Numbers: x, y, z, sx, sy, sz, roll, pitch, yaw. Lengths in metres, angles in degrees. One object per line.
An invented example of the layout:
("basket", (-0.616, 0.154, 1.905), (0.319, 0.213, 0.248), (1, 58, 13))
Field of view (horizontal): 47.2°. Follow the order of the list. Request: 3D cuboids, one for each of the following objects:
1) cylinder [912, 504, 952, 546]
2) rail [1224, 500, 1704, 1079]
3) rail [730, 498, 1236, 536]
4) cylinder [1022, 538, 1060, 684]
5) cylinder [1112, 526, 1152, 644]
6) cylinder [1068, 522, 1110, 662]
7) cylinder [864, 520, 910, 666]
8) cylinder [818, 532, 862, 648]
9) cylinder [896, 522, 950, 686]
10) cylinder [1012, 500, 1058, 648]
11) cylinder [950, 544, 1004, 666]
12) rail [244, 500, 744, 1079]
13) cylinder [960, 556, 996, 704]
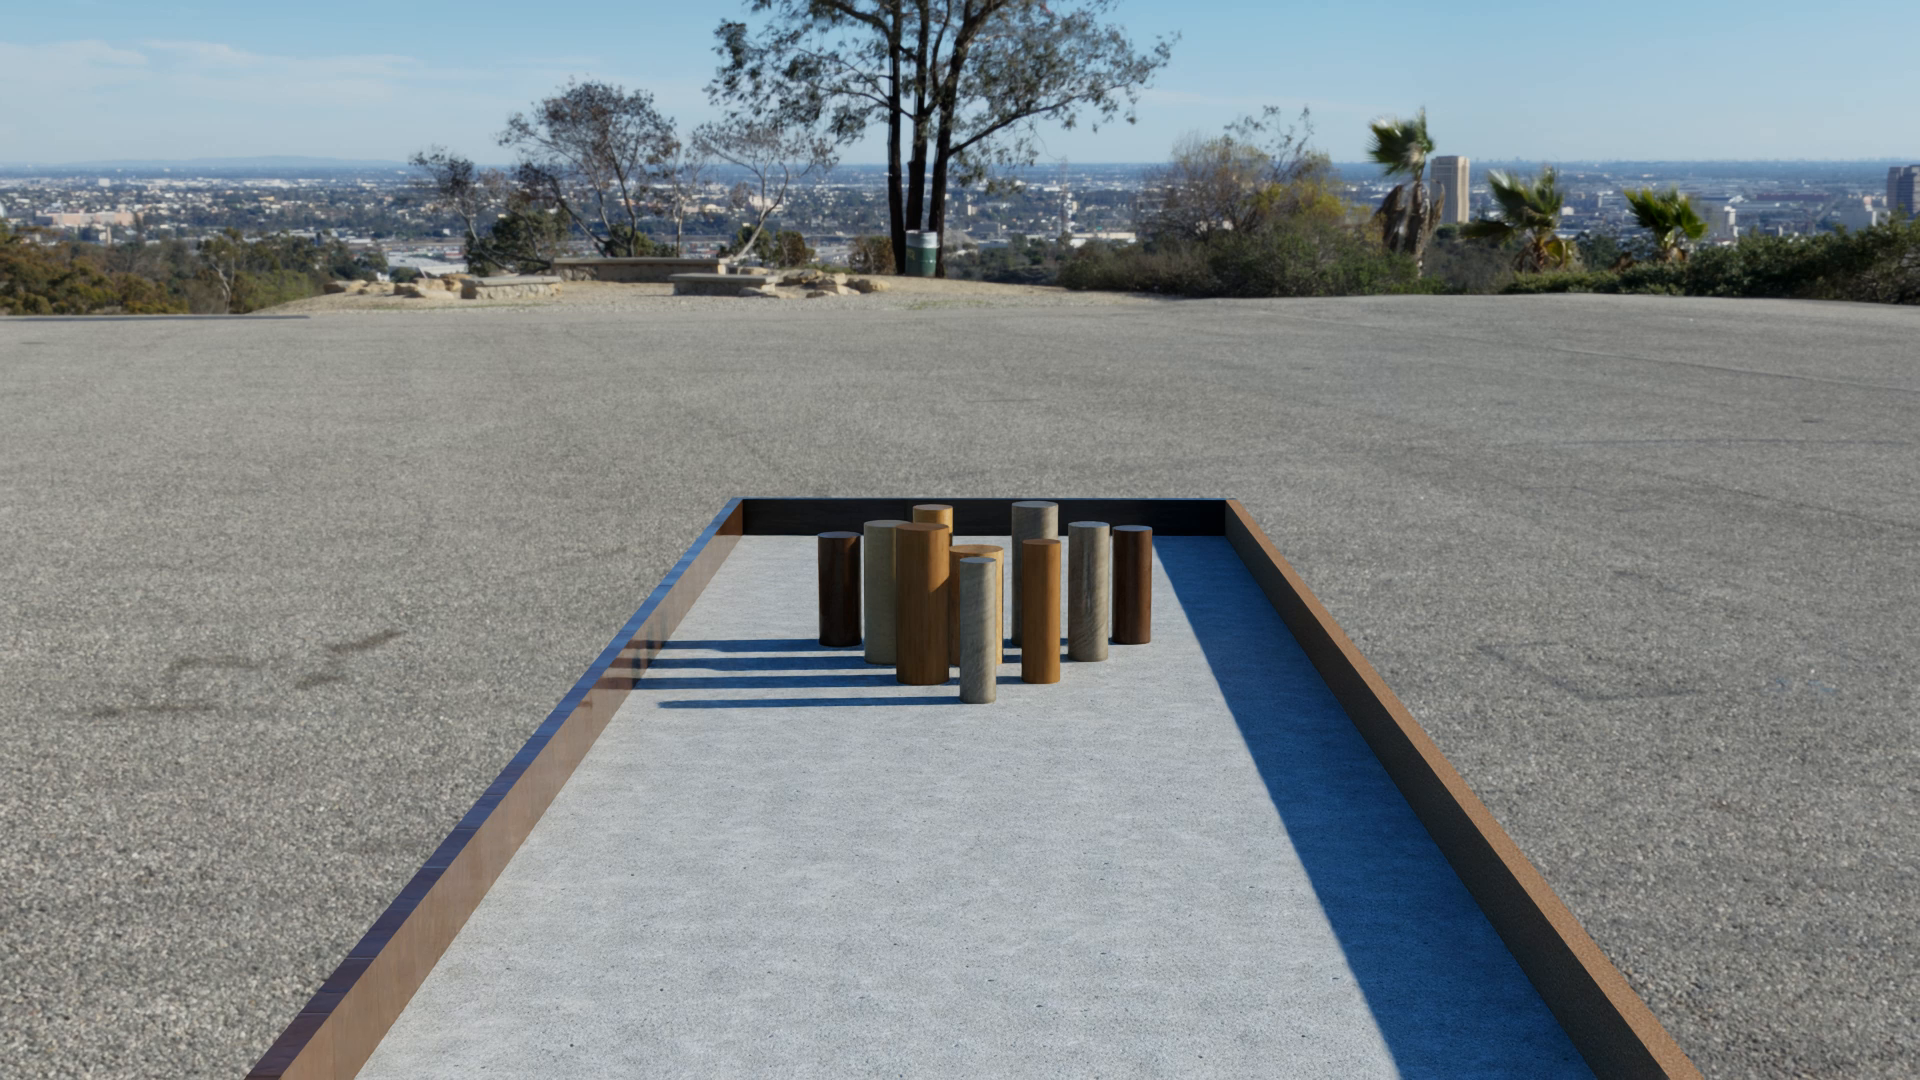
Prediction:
("cylinder", (-0.085, 0.110, 6.941), (0.126, 0.431, 0.126), (0, 9, 0))
("rail", (1.046, 0.843, 3.208), (0.050, 0.150, 12.000), (0, 9, 1))
("rail", (0.099, -0.098, 9.147), (2.100, 0.150, 0.050), (0, 9, 1))
("cylinder", (0.236, 0.207, 6.396), (0.113, 0.409, 0.113), (0, 9, 0))
("cylinder", (0.543, 0.142, 6.958), (0.125, 0.362, 0.125), (0, 9, 0))
("cylinder", (0.391, 0.157, 6.699), (0.125, 0.414, 0.125), (0, 9, 0))
("cylinder", (-0.218, 0.159, 6.661), (0.145, 0.422, 0.145), (0, 9, 0))
("cylinder", (-0.378, 0.154, 6.931), (0.136, 0.346, 0.136), (0, 9, 0))
("cylinder", (-0.109, 0.185, 6.396), (0.155, 0.453, 0.155), (0, 9, 0))
("cylinder", (0.234, 0.108, 6.912), (0.146, 0.444, 0.146), (0, 9, 0))
("cylinder", (0.046, 0.198, 6.654), (0.171, 0.347, 0.171), (0, 9, 0))
("rail", (-1.004, 0.839, 3.234), (0.050, 0.150, 12.000), (0, 9, 1))
("cylinder", (0.050, 0.252, 6.144), (0.103, 0.399, 0.103), (0, 9, 0))
